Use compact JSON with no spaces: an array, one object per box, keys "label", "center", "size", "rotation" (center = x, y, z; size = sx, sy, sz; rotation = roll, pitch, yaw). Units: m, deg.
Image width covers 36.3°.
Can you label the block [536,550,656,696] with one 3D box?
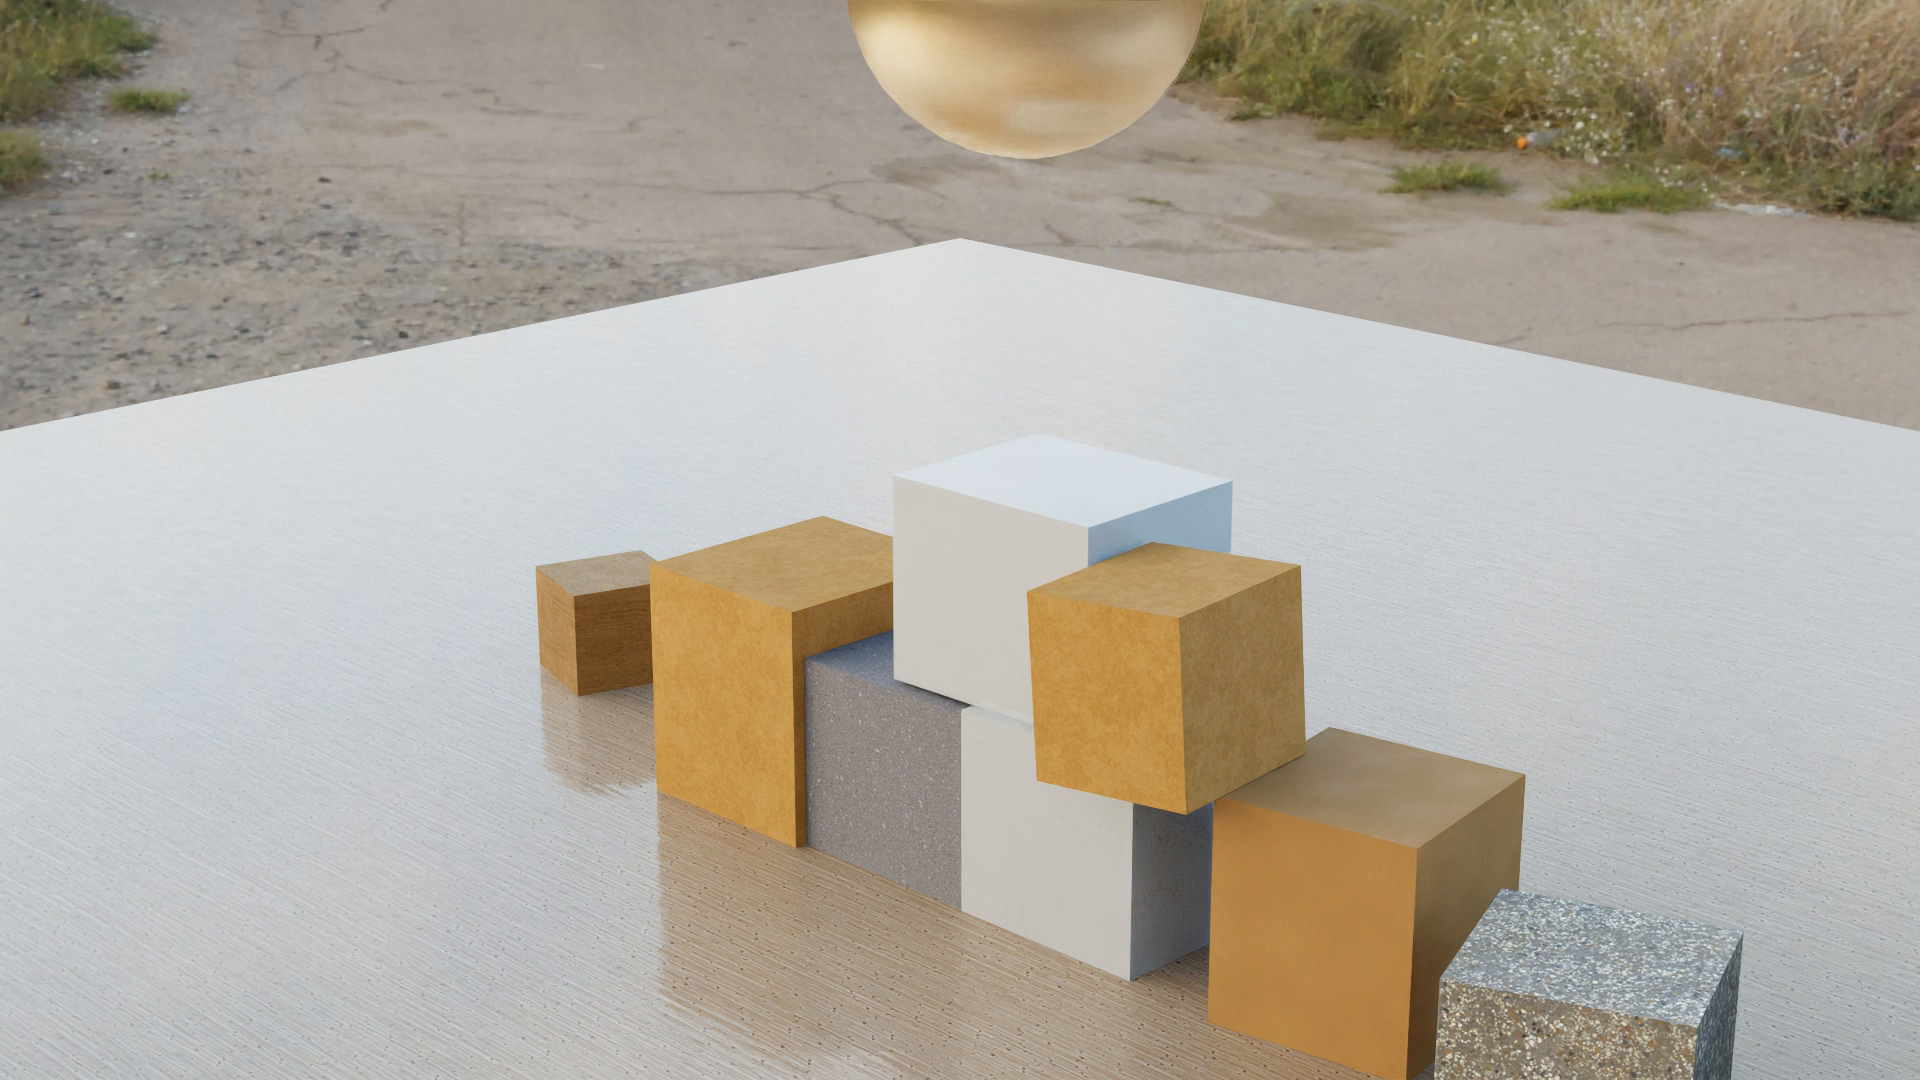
[{"label":"block","center":[-1.907,0.446,15.985],"size":[0.620,0.565,0.585],"rotation":[-9,20,-27]}]

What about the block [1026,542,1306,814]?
[{"label":"block","center":[0.852,0.545,11.984],"size":[0.755,0.810,0.848],"rotation":[9,20,39]}]

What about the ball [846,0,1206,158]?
[{"label":"ball","center":[0.289,-2.479,12.866],"size":[1.600,1.600,1.600],"rotation":[0,17,0]}]

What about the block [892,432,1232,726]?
[{"label":"block","center":[0.448,0.182,12.985],"size":[1.139,0.953,0.961],"rotation":[16,23,41]}]

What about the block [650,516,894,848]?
[{"label":"block","center":[-0.733,0.660,14.300],"size":[1.127,1.166,1.023],"rotation":[-17,24,-42]}]

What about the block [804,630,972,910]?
[{"label":"block","center":[0.001,0.990,13.641],"size":[1.006,0.931,1.029],"rotation":[-17,24,-42]}]

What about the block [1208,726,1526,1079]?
[{"label":"block","center":[1.662,1.468,11.997],"size":[0.911,1.006,0.940],"rotation":[12,21,34]}]

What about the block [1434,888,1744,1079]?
[{"label":"block","center":[2.344,1.908,10.949],"size":[0.927,0.793,0.874],"rotation":[8,19,24]}]

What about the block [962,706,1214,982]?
[{"label":"block","center":[0.723,1.196,12.944],"size":[1.005,0.957,1.021],"rotation":[17,24,42]}]
